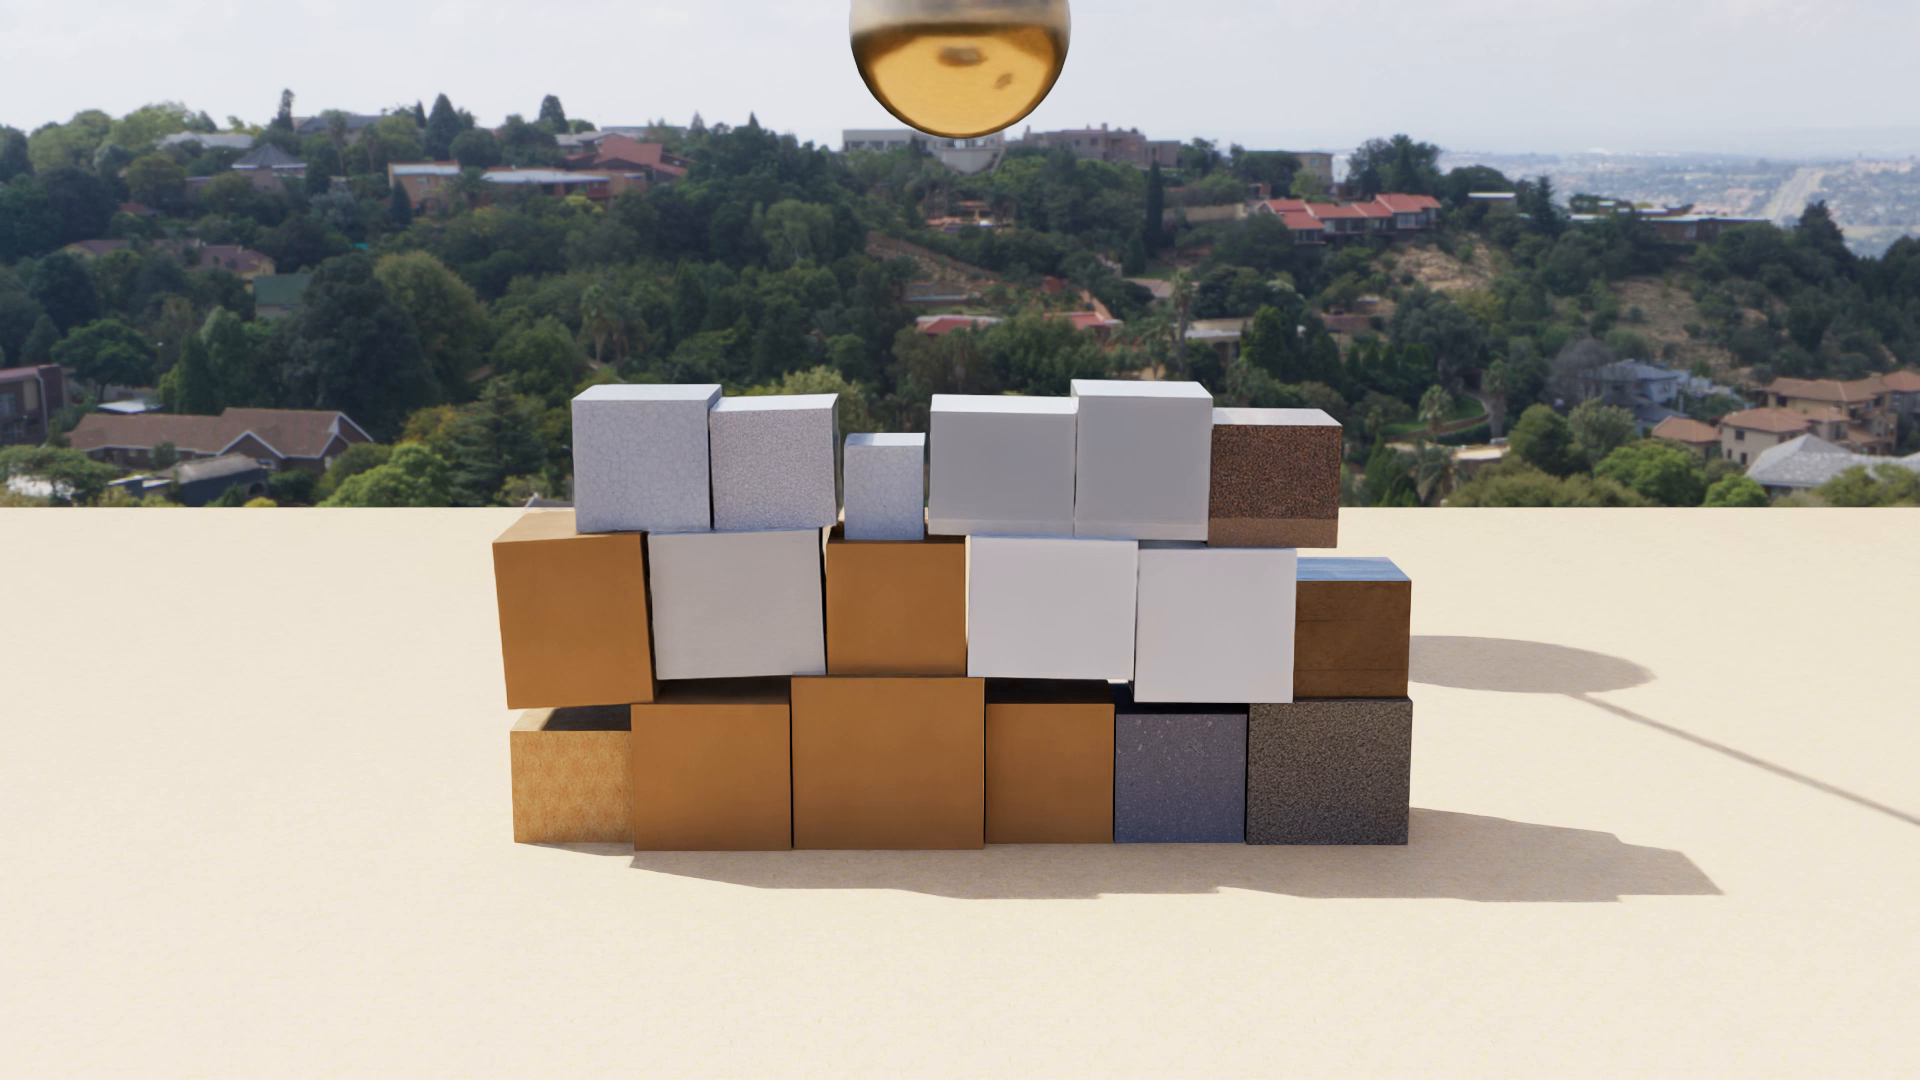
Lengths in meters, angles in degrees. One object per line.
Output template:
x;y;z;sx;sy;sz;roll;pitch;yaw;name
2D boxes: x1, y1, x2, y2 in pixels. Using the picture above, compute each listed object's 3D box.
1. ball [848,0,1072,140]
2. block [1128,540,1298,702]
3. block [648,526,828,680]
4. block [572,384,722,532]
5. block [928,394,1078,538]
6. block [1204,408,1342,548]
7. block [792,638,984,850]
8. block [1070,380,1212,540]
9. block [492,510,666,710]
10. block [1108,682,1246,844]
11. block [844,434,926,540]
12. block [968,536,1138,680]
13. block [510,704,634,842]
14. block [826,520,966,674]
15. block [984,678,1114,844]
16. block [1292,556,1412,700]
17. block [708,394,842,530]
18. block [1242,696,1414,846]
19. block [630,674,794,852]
0.000;-3.681;15.750;1.600;1.600;1.600;0;10;0;ball
1.263;0.362;11.237;0.785;0.773;0.741;0;10;0;block
-1.102;0.258;11.224;0.839;0.726;0.723;-2;10;0;block
-1.564;-0.425;11.112;0.661;0.649;0.677;0;10;0;block
0.208;-0.384;11.114;0.712;0.611;0.691;1;10;0;block
1.545;-0.322;11.133;0.642;0.613;0.663;1;10;0;block
-0.358;1.038;11.381;0.952;0.886;0.882;0;10;0;block
0.896;-0.413;11.093;0.655;0.706;0.699;1;10;0;block
-1.903;0.331;11.243;0.724;0.845;0.863;-3;10;1;block
1.109;1.143;11.401;0.655;0.671;0.673;0;10;0;block
-0.377;-0.276;11.123;0.393;0.472;0.465;0;10;0;block
0.456;0.269;11.221;0.820;0.700;0.809;1;10;0;block
-1.949;1.189;11.392;0.621;0.584;0.625;0;10;0;block
-0.315;0.282;11.219;0.687;0.660;0.684;0;10;0;block
0.450;1.119;11.378;0.644;0.728;0.653;0;10;0;block
1.953;0.442;11.280;0.579;0.605;0.640;0;10;0;block
-0.923;-0.402;11.123;0.604;0.590;0.580;-2;10;0;block
1.853;1.109;11.383;0.813;0.745;0.719;0;10;0;block
-1.236;1.108;11.362;0.784;0.755;0.863;0;10;0;block
